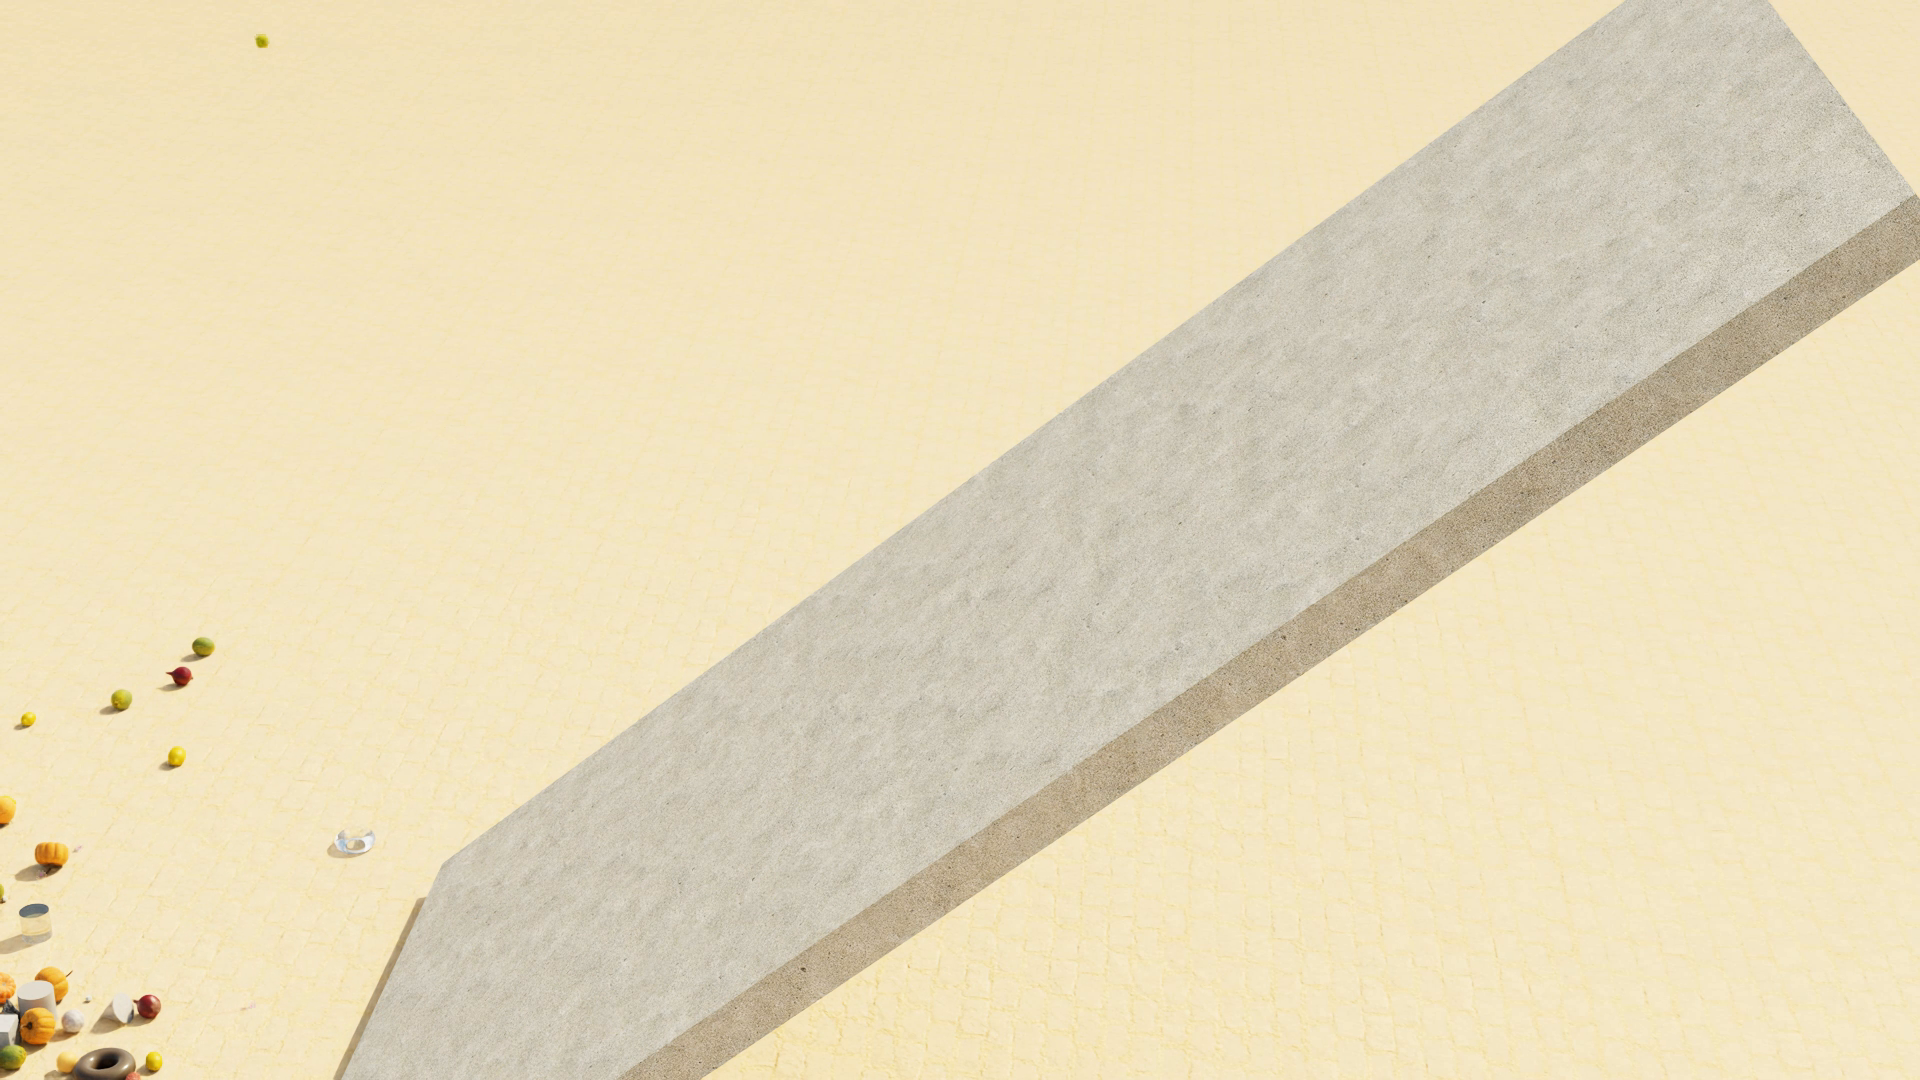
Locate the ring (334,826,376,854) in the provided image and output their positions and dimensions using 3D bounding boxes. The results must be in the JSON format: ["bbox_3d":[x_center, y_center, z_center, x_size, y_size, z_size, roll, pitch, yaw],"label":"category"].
[{"bbox_3d":[-1.662,0.825,8.085,0.112,0.037,0.112,0,25,0],"label":"ring"}]

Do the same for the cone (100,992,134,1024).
[{"bbox_3d":[-2.105,1.172,7.295,0.078,0.078,0.078,-21,18,19],"label":"cone"}]

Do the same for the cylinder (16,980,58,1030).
[{"bbox_3d":[-2.283,1.151,7.277,0.087,0.087,0.087,0,24,0],"label":"cylinder"}]

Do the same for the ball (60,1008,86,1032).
[{"bbox_3d":[-2.183,1.183,7.241,0.057,0.057,0.057,0,24,0],"label":"ball"}]

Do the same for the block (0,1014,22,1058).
[{"bbox_3d":[-2.338,1.209,7.161,0.075,0.075,0.075,0,24,0],"label":"block"}]

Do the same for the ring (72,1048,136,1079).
[{"bbox_3d":[-2.053,1.269,7.057,0.148,0.049,0.148,-1,23,0],"label":"ring"}]

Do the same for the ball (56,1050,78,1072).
[{"bbox_3d":[-2.151,1.256,7.082,0.051,0.051,0.051,0,24,0],"label":"ball"}]

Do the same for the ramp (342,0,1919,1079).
[{"bbox_3d":[0.121,0.185,6.340,4.000,0.100,2.000,-36,16,18],"label":"ramp"}]

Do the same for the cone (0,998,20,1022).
[{"bbox_3d":[-2.357,1.160,7.289,0.061,0.061,0.061,0,24,0],"label":"cone"}]

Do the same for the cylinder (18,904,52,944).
[{"bbox_3d":[-2.402,0.997,7.643,0.077,0.077,0.077,0,24,0],"label":"cylinder"}]
